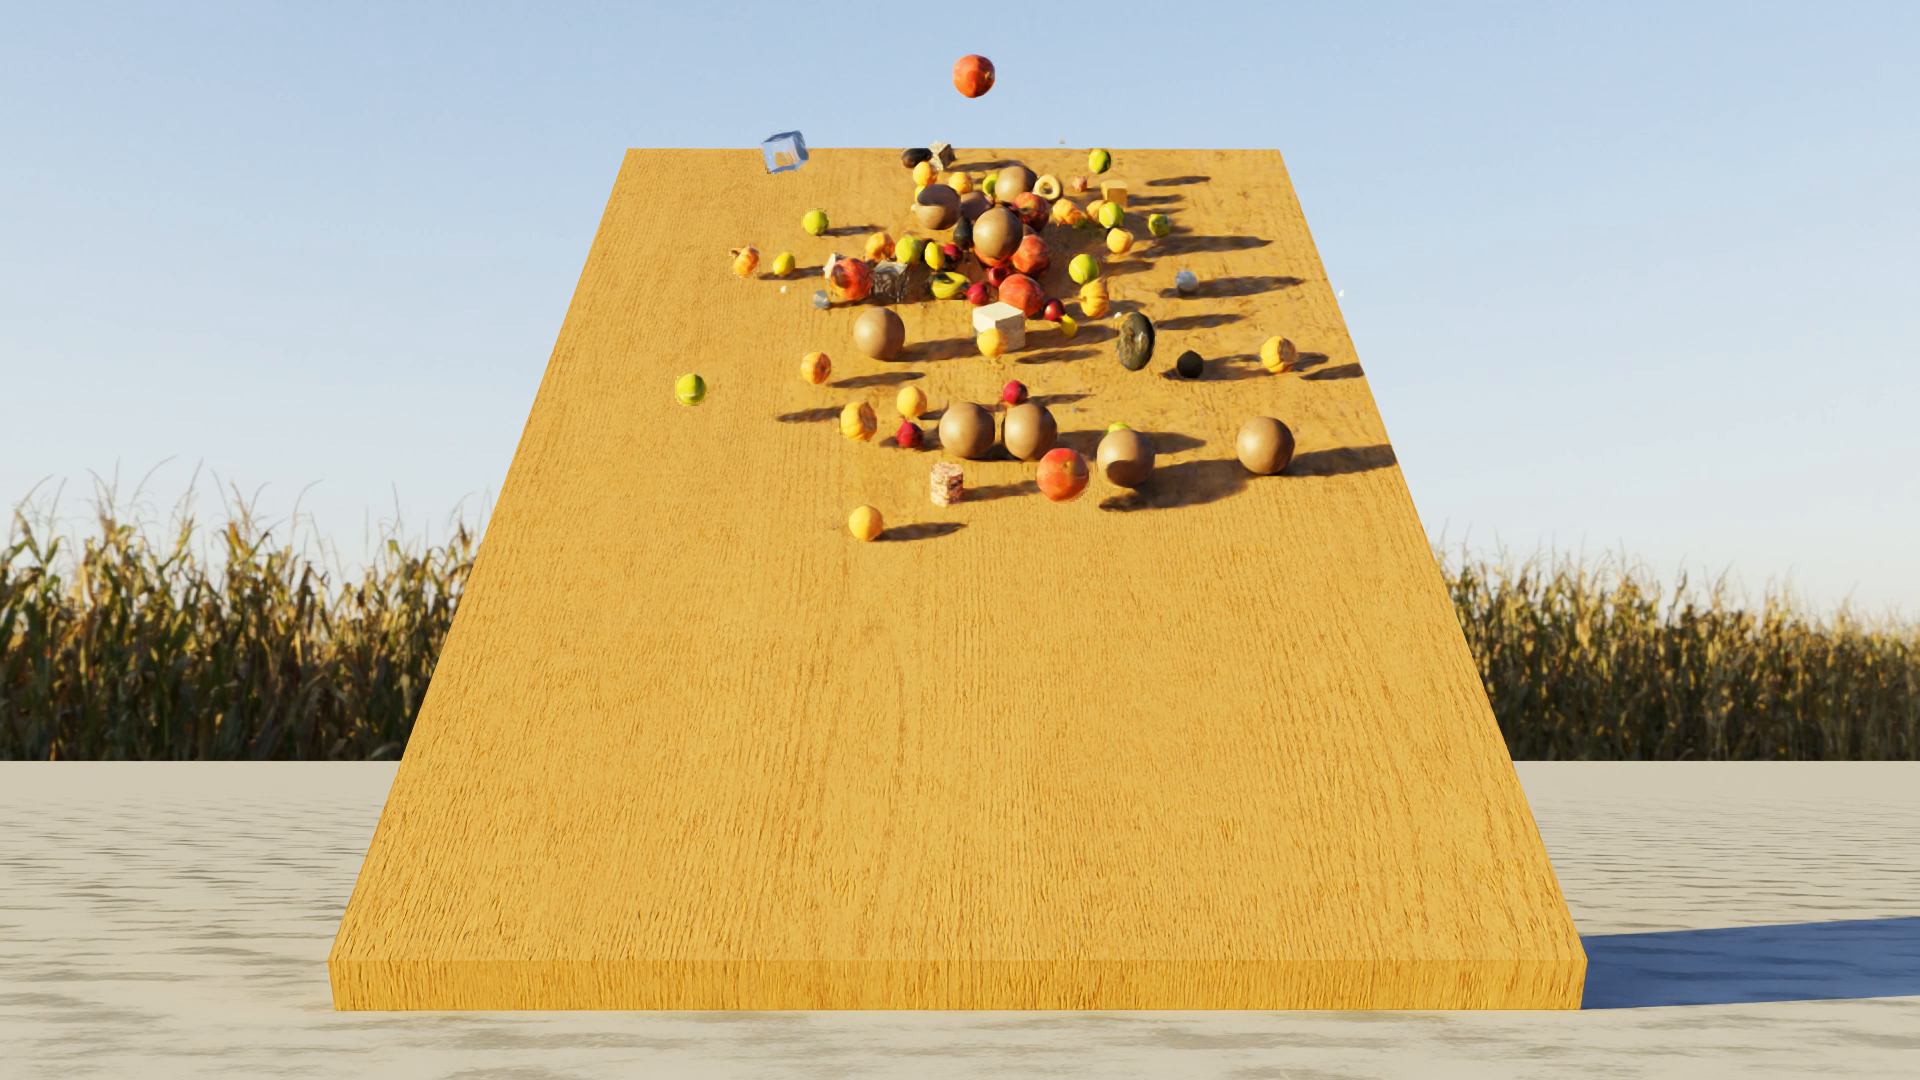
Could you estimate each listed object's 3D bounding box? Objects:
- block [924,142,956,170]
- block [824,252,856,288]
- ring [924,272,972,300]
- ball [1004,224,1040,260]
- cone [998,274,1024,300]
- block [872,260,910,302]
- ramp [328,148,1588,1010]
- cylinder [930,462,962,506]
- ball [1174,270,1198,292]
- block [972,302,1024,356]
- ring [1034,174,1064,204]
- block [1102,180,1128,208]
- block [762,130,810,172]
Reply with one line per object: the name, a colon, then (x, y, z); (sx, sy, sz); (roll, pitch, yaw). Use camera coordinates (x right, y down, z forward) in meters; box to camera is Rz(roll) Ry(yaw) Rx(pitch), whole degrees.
block: (-0.059, -1.147, 7.114); (0.058, 0.058, 0.058); (16, -38, 43)
block: (-0.317, -0.712, 6.288); (0.058, 0.058, 0.058); (19, 31, -24)
ring: (-0.031, -0.668, 6.264); (0.128, 0.043, 0.128); (0, 27, 0)
ball: (0.167, -0.808, 6.470); (0.097, 0.097, 0.097); (0, -5, 0)
cone: (0.150, -0.651, 6.243); (0.072, 0.072, 0.072); (-3, -16, 29)
block: (-0.182, -0.679, 6.247); (0.076, 0.076, 0.076); (9, 29, 16)
ramp: (-0.011, -0.223, 5.575); (2.000, 0.100, 4.000); (0, 28, 0)
cylinder: (-0.029, -0.122, 5.201); (0.070, 0.070, 0.070); (0, 28, 0)
ball: (0.595, -0.680, 6.273); (0.059, 0.059, 0.059); (0, -5, 0)
block: (0.095, -0.528, 5.947); (0.093, 0.093, 0.093); (-20, 34, -33)
ring: (0.249, -0.984, 6.693); (0.084, 0.084, 0.028); (-1, 11, 11)
block: (0.444, -0.994, 6.864); (0.062, 0.062, 0.062); (-4, 28, -8)
block: (-0.459, -1.020, 6.259); (0.081, 0.081, 0.081); (-3, 25, 27)
